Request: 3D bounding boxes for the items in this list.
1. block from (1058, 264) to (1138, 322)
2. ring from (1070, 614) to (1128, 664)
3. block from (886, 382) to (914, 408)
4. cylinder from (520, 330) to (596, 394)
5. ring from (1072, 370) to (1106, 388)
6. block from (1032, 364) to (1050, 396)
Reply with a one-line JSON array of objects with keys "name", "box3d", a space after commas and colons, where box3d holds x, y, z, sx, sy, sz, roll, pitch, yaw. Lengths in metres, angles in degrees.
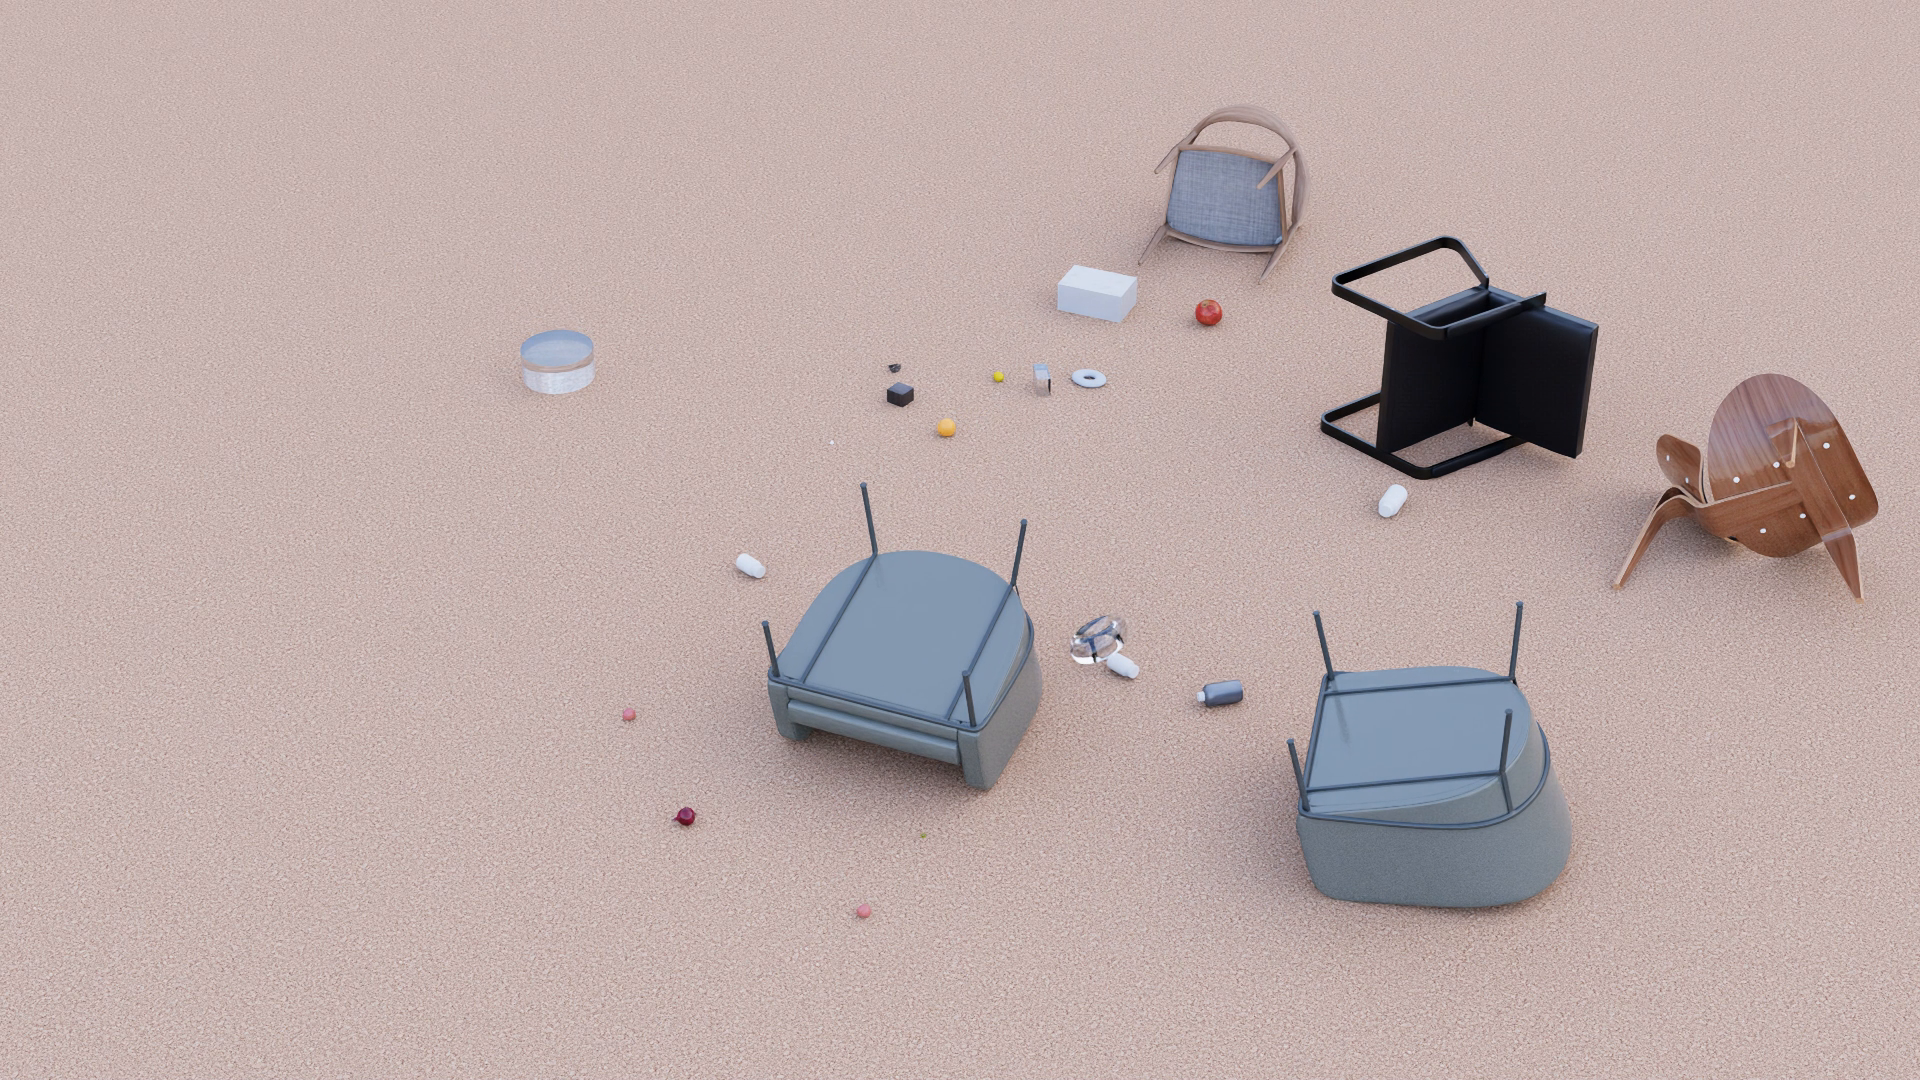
[{"name": "block", "box3d": [0.581, -1.043, 12.415, 0.286, 0.123, 0.187, 14, 36, 20]}, {"name": "ring", "box3d": [0.491, 0.348, 10.291, 0.186, 0.097, 0.281, -7, 20, 37]}, {"name": "block", "box3d": [-0.239, -0.584, 11.777, 0.079, 0.058, 0.075, 22, 39, 29]}, {"name": "cylinder", "box3d": [-1.635, -0.725, 11.928, 0.295, 0.129, 0.300, 4, 34, 6]}, {"name": "ring", "box3d": [0.525, -0.657, 11.916, 0.149, 0.028, 0.120, 19, 39, 27]}, {"name": "block", "box3d": [0.331, -0.646, 11.852, 0.055, 0.081, 0.125, -4, 34, -6]}]
